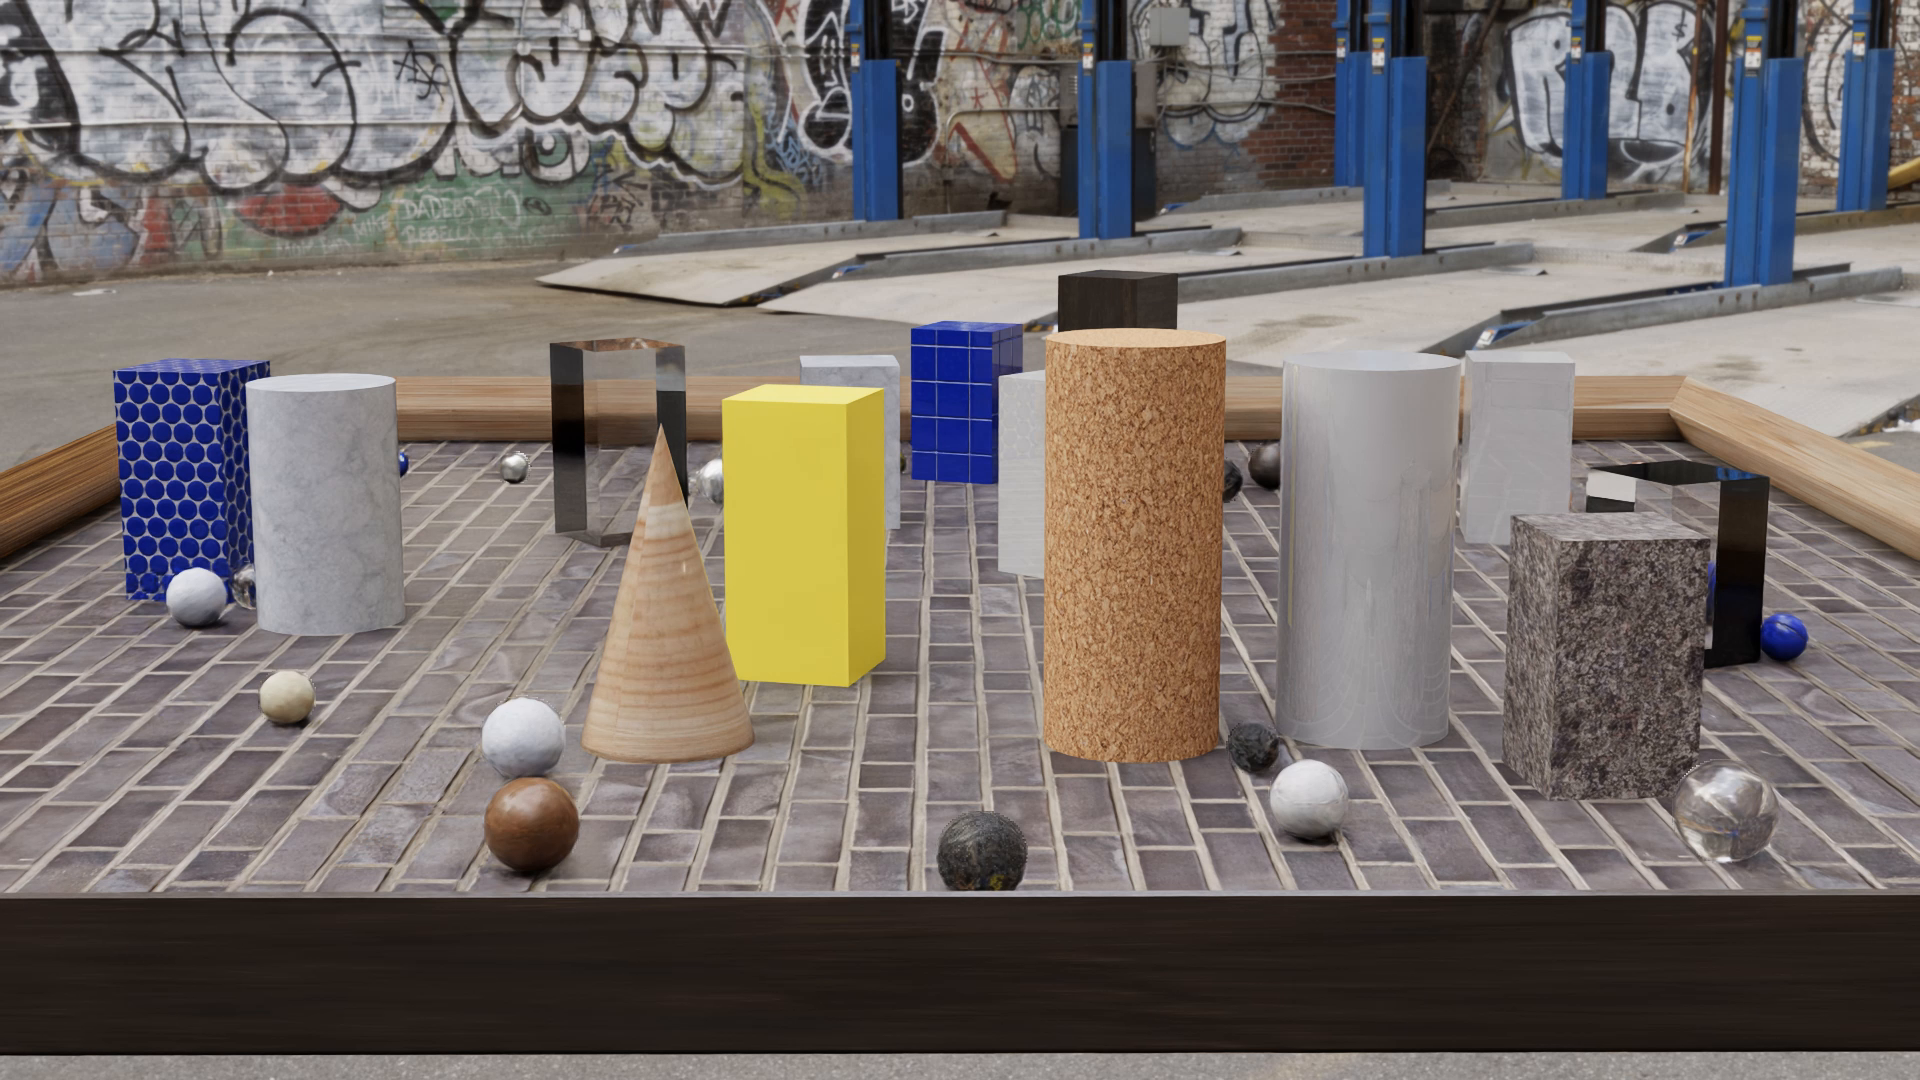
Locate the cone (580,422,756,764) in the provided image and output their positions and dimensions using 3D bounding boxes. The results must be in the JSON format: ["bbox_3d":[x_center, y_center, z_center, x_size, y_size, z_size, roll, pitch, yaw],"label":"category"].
[{"bbox_3d":[-0.318,0.046,2.761,0.191,0.349,0.191,0,11,0],"label":"cone"}]

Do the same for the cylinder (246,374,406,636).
[{"bbox_3d":[-0.832,-0.050,3.370,0.191,0.316,0.191,0,11,0],"label":"cylinder"}]

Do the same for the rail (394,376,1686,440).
[{"bbox_3d":[-0.009,-0.253,4.977,2.853,0.124,0.045,0,11,0],"label":"rail"}]

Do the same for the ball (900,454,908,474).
[{"bbox_3d":[-0.116,-0.137,4.585,0.042,0.042,0.042,0,11,0],"label":"ball"}]

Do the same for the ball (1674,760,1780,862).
[{"bbox_3d":[0.706,0.250,2.365,0.093,0.093,0.093,0,11,0],"label":"ball"}]

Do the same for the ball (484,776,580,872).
[{"bbox_3d":[-0.390,0.259,2.336,0.087,0.087,0.087,0,11,0],"label":"ball"}]

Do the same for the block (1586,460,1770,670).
[{"bbox_3d":[0.881,0.030,3.170,0.153,0.231,0.153,-5,12,-26],"label":"block"}]

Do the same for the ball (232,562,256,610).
[{"bbox_3d":[-0.946,0.062,3.448,0.064,0.064,0.064,0,11,0],"label":"ball"}]

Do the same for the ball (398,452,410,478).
[{"bbox_3d":[-1.001,-0.133,4.545,0.049,0.049,0.049,0,11,0],"label":"ball"}]

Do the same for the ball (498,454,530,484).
[{"bbox_3d":[-0.781,-0.125,4.492,0.052,0.052,0.052,0,11,0],"label":"ball"}]

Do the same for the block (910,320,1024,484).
[{"bbox_3d":[0.013,-0.247,4.559,0.153,0.267,0.153,4,11,21],"label":"block"}]

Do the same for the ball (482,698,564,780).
[{"bbox_3d":[-0.448,0.205,2.634,0.084,0.084,0.084,0,11,0],"label":"ball"}]

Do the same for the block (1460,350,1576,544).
[{"bbox_3d":[0.862,-0.145,3.979,0.153,0.280,0.153,1,11,7],"label":"block"}]

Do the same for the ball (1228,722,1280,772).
[{"bbox_3d":[0.305,0.216,2.665,0.052,0.052,0.052,0,11,0],"label":"ball"}]

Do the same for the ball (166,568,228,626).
[{"bbox_3d":[-0.998,0.075,3.353,0.077,0.077,0.077,0,11,0],"label":"ball"}]

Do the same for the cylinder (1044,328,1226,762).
[{"bbox_3d":[0.186,0.002,2.756,0.191,0.439,0.191,0,11,0],"label":"cylinder"}]

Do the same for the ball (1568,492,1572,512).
[{"bbox_3d":[0.956,-0.064,4.136,0.063,0.063,0.063,0,11,0],"label":"ball"}]

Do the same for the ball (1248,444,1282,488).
[{"bbox_3d":[0.537,-0.127,4.441,0.076,0.076,0.076,0,11,0],"label":"ball"}]

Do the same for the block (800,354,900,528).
[{"bbox_3d":[-0.177,-0.158,4.105,0.153,0.259,0.153,-1,11,-5],"label":"block"}]

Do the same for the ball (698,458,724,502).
[{"bbox_3d":[-0.401,-0.099,4.296,0.074,0.074,0.074,0,11,0],"label":"ball"}]

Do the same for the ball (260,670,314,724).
[{"bbox_3d":[-0.750,0.176,2.859,0.059,0.059,0.059,0,11,0],"label":"ball"}]

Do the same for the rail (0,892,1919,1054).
[{"bbox_3d":[0.009,0.316,1.921,2.853,0.124,0.045,0,11,0],"label":"rail"}]

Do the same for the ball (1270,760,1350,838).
[{"bbox_3d":[0.332,0.246,2.437,0.075,0.075,0.075,0,11,0],"label":"ball"}]

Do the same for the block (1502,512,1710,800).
[{"bbox_3d":[0.657,0.116,2.622,0.153,0.264,0.153,-1,11,-6],"label":"block"}]

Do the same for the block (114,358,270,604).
[{"bbox_3d":[-1.055,-0.085,3.557,0.153,0.315,0.153,2,11,12],"label":"block"}]

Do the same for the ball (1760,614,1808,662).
[{"bbox_3d":[1.013,0.120,3.159,0.059,0.059,0.059,0,11,0],"label":"ball"}]

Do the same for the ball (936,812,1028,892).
[{"bbox_3d":[0.019,0.279,2.250,0.079,0.079,0.079,0,11,0],"label":"ball"}]

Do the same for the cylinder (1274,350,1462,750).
[{"bbox_3d":[0.445,0.007,2.809,0.191,0.409,0.191,0,11,0],"label":"cylinder"}]

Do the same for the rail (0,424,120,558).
[{"bbox_3d":[-1.403,0.033,3.441,0.045,0.124,3.156,0,11,0],"label":"rail"}]

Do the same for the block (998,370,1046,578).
[{"bbox_3d":[0.163,-0.096,3.704,0.153,0.284,0.153,9,14,40],"label":"block"}]

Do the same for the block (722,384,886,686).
[{"bbox_3d":[-0.186,-0.009,3.093,0.153,0.337,0.153,3,11,15],"label":"block"}]

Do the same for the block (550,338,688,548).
[{"bbox_3d":[-0.528,-0.154,3.977,0.153,0.299,0.153,-7,13,-35],"label":"block"}]

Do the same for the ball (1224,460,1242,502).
[{"bbox_3d":[0.436,-0.099,4.296,0.073,0.073,0.073,0,11,0],"label":"ball"}]

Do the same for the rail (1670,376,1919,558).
[{"bbox_3d":[1.403,0.030,3.457,0.045,0.124,3.156,0,11,0],"label":"rail"}]

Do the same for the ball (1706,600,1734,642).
[{"bbox_3d":[0.956,0.103,3.266,0.054,0.054,0.054,0,11,0],"label":"ball"}]

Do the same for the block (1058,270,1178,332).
[{"bbox_3d":[0.273,-0.278,4.455,0.153,0.367,0.153,6,12,31],"label":"block"}]
